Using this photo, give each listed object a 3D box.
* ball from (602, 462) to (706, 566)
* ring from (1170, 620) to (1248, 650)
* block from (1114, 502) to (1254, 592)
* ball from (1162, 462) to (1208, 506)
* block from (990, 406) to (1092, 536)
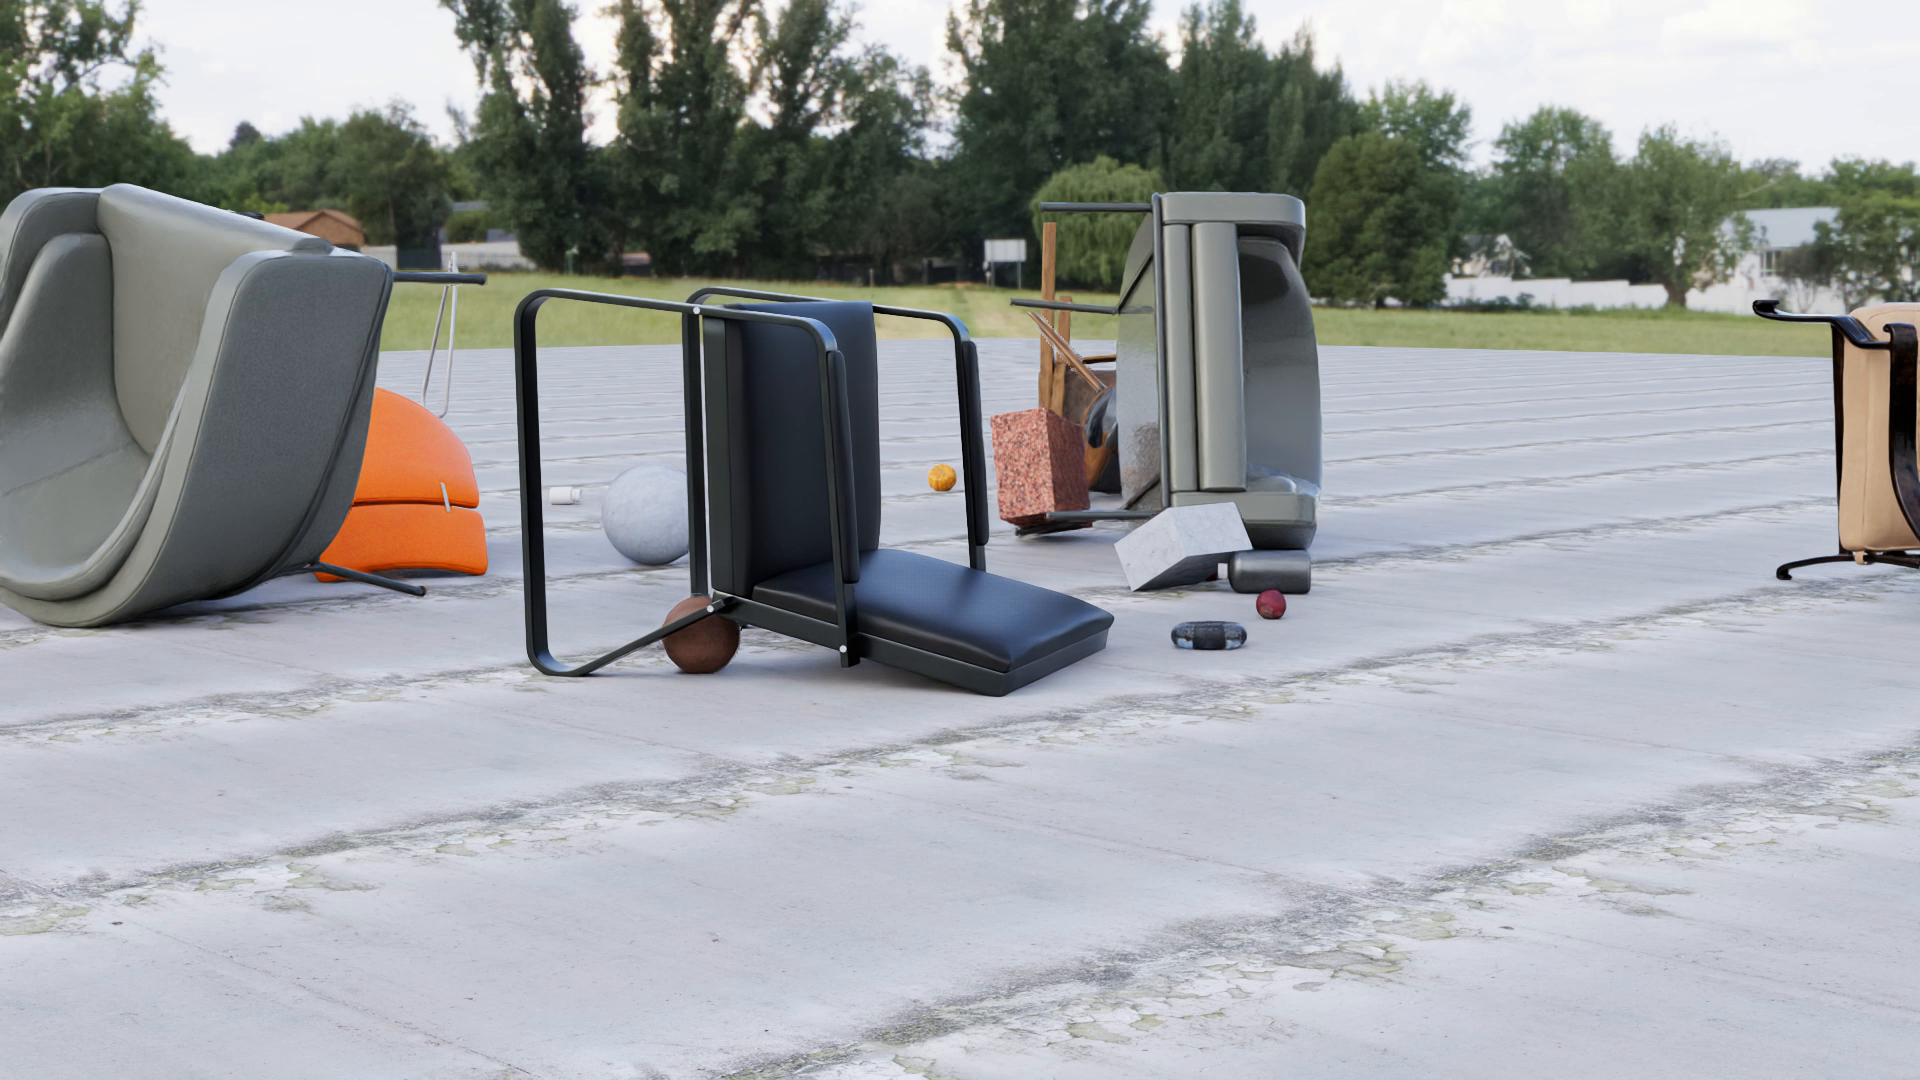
[{"bbox_3d":[-0.698,-0.061,5.852,0.236,0.236,0.236,0,6,0],"label":"ball"},{"bbox_3d":[0.442,0.169,4.560,0.136,0.044,0.099,0,4,5],"label":"ring"},{"bbox_3d":[0.469,0.014,5.387,0.205,0.110,0.177,-5,-21,-42],"label":"block"},{"bbox_3d":[0.645,-0.162,7.350,0.129,0.129,0.129,0,6,0],"label":"ball"},{"bbox_3d":[0.204,-0.168,6.392,0.142,0.258,0.301,-9,-10,19],"label":"block"}]
